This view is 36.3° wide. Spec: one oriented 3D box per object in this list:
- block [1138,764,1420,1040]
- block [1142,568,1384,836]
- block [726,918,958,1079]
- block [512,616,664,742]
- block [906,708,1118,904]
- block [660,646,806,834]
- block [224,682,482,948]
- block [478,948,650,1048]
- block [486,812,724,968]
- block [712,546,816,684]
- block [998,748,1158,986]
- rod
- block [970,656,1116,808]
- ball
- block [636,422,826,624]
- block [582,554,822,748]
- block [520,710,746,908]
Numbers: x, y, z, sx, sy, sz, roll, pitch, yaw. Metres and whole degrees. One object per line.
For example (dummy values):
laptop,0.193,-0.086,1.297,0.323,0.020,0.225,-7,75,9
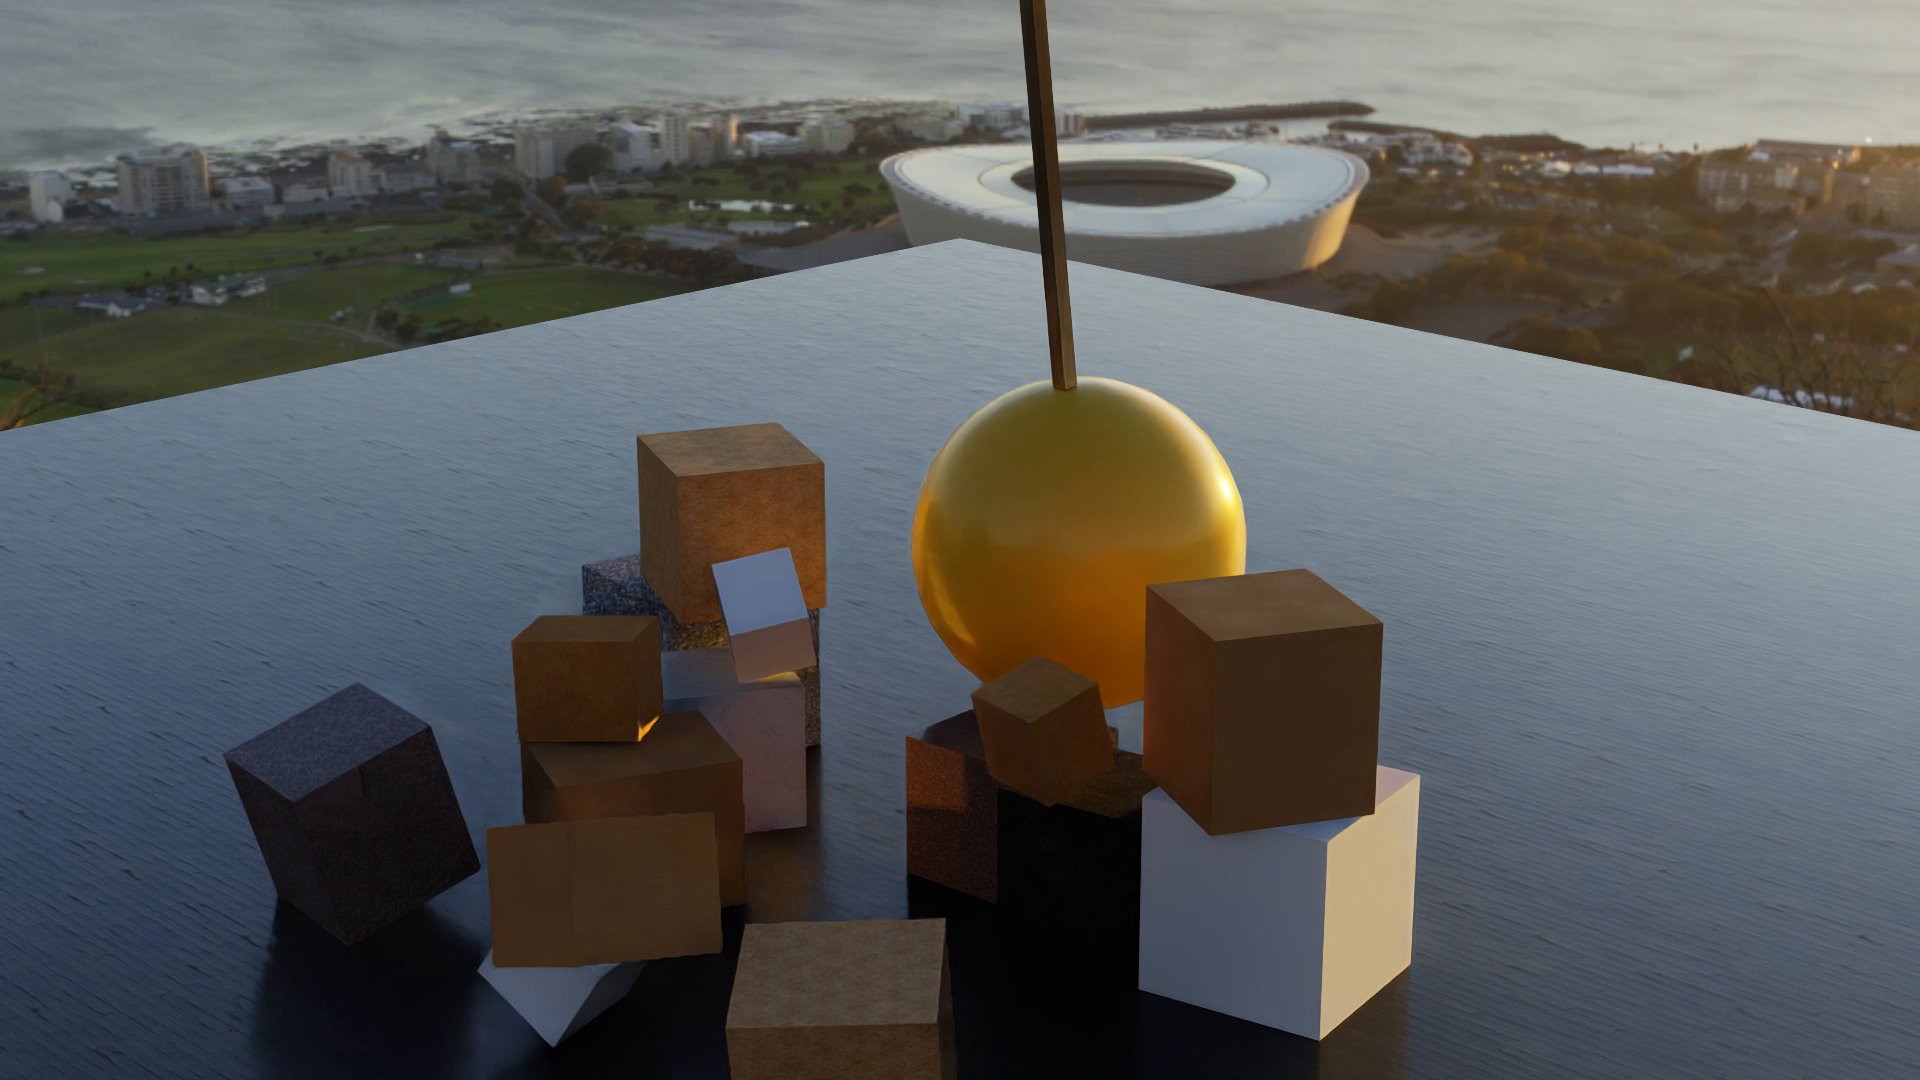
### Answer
block,1.341,1.437,12.317,0.849,0.873,0.854,11,21,32
block,1.226,0.649,11.998,0.721,0.821,0.738,-6,18,-17
block,-0.423,1.898,10.890,0.759,0.711,0.661,-2,27,4
block,-1.681,0.623,13.287,0.555,0.460,0.472,0,13,8
block,0.240,1.193,13.432,0.671,0.669,0.706,15,23,39
block,-1.171,0.963,14.092,0.723,0.713,0.657,-5,18,-16
block,-2.686,1.204,12.975,0.689,0.763,0.694,-30,31,-29
block,-1.563,1.658,11.917,0.450,0.486,0.486,43,36,11
block,-1.354,1.330,11.143,0.634,0.530,0.635,0,-7,-36
block,-0.923,0.353,13.815,0.374,0.382,0.430,-13,53,-6
block,0.636,1.386,12.697,0.692,0.742,0.674,12,21,32
rod,0.244,-3.100,12.623,0.080,5.200,0.080,17,32,42
block,0.354,0.808,12.451,0.374,0.421,0.405,-29,31,-28
ball,0.564,0.019,13.938,1.600,1.600,1.600,0,17,0
block,-1.127,-0.096,14.410,0.726,0.734,0.787,-6,19,-19
block,-1.318,0.585,14.975,0.865,0.904,0.867,-13,21,-35
block,-1.473,1.253,13.197,0.839,0.688,0.688,-7,19,-20
